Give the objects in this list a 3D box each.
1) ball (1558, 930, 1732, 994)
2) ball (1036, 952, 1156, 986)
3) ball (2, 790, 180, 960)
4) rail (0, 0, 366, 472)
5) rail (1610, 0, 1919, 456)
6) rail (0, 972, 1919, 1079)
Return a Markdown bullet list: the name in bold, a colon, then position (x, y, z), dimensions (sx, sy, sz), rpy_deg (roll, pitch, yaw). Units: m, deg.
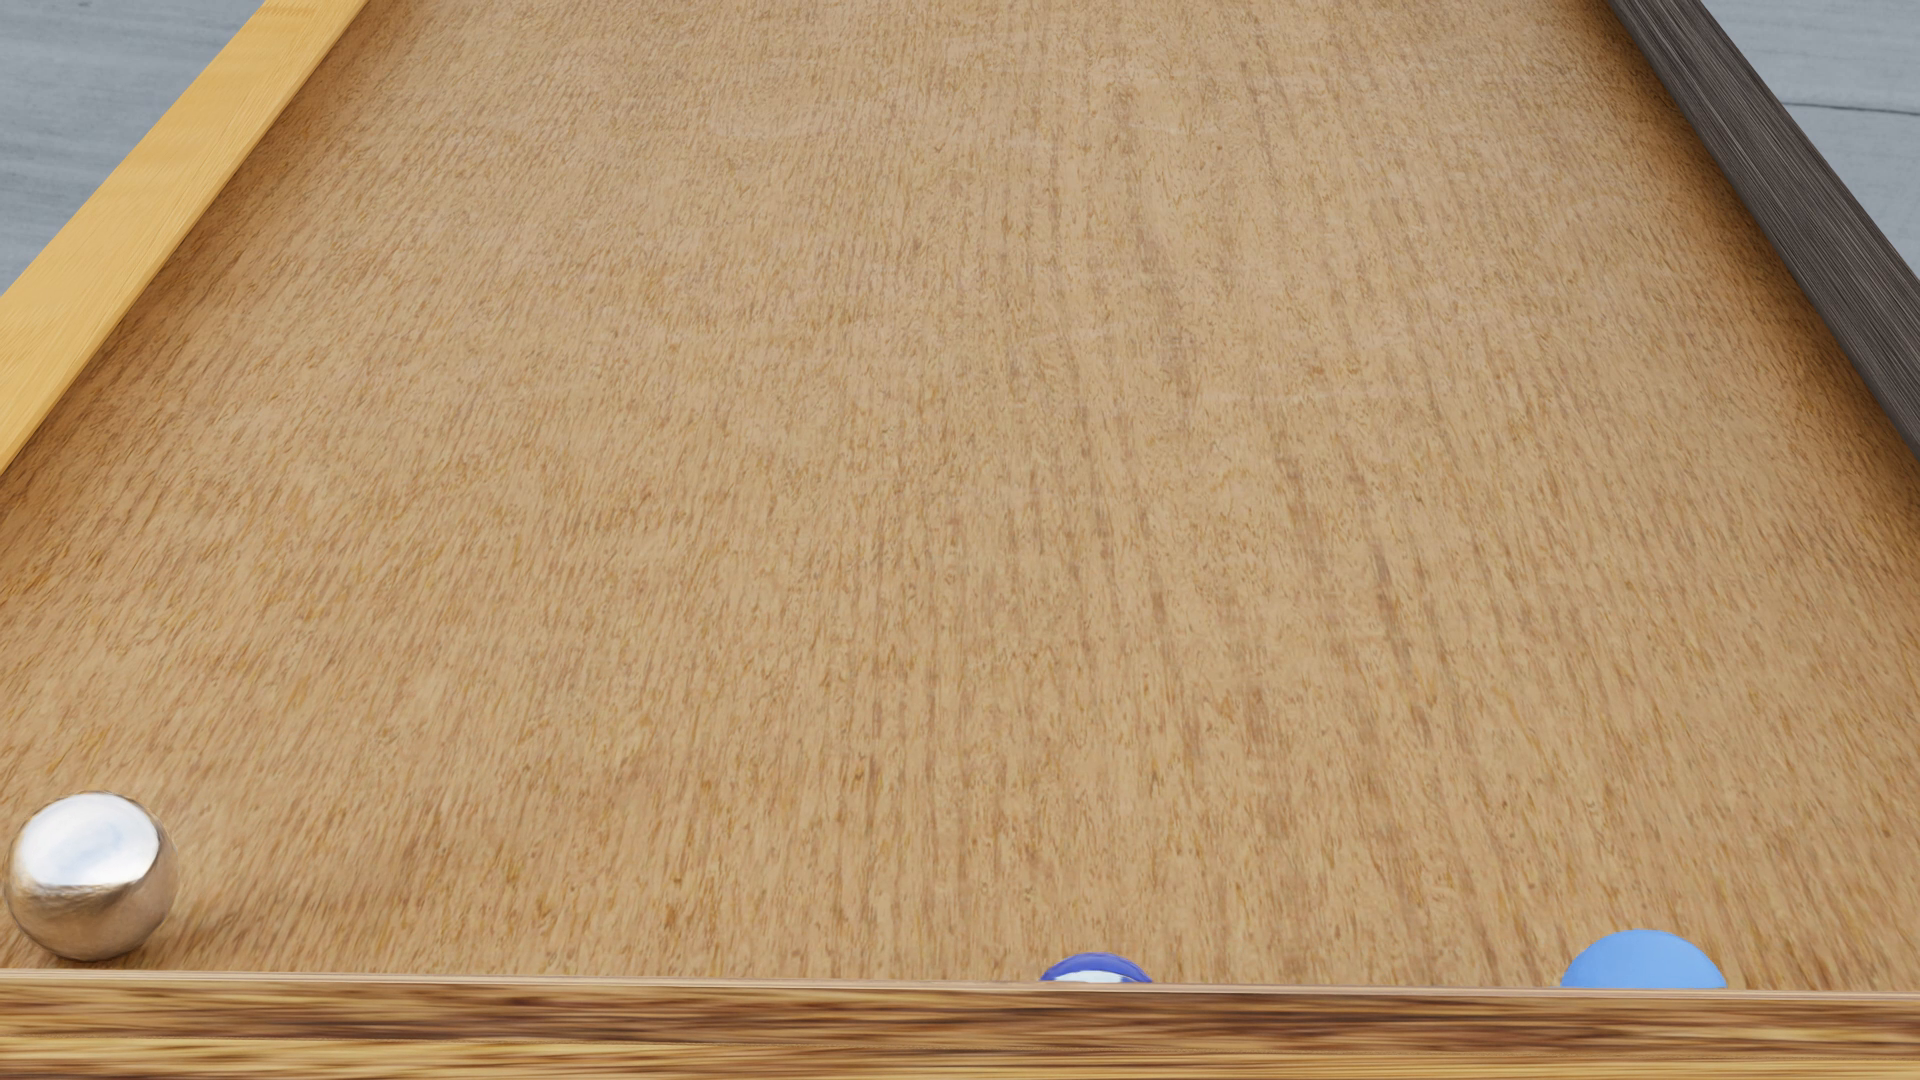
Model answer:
- **ball**: position (0.333, 0.233, 1.431), dimensions (0.086, 0.086, 0.086), rpy_deg (0, 25, 0)
- **ball**: position (0.066, 0.238, 1.437), dimensions (0.072, 0.072, 0.072), rpy_deg (0, 25, 0)
- **ball**: position (-0.457, 0.176, 1.548), dimensions (0.089, 0.089, 0.089), rpy_deg (0, 25, 0)
- **rail**: position (-0.661, -0.299, 2.517), dimensions (0.045, 0.116, 2.551), rpy_deg (1, 25, 1)
- **rail**: position (0.688, -0.287, 2.491), dimensions (0.045, 0.116, 2.551), rpy_deg (1, 25, 1)
- **rail**: position (-0.013, 0.243, 1.373), dimensions (1.396, 0.116, 0.045), rpy_deg (1, 25, 1)
